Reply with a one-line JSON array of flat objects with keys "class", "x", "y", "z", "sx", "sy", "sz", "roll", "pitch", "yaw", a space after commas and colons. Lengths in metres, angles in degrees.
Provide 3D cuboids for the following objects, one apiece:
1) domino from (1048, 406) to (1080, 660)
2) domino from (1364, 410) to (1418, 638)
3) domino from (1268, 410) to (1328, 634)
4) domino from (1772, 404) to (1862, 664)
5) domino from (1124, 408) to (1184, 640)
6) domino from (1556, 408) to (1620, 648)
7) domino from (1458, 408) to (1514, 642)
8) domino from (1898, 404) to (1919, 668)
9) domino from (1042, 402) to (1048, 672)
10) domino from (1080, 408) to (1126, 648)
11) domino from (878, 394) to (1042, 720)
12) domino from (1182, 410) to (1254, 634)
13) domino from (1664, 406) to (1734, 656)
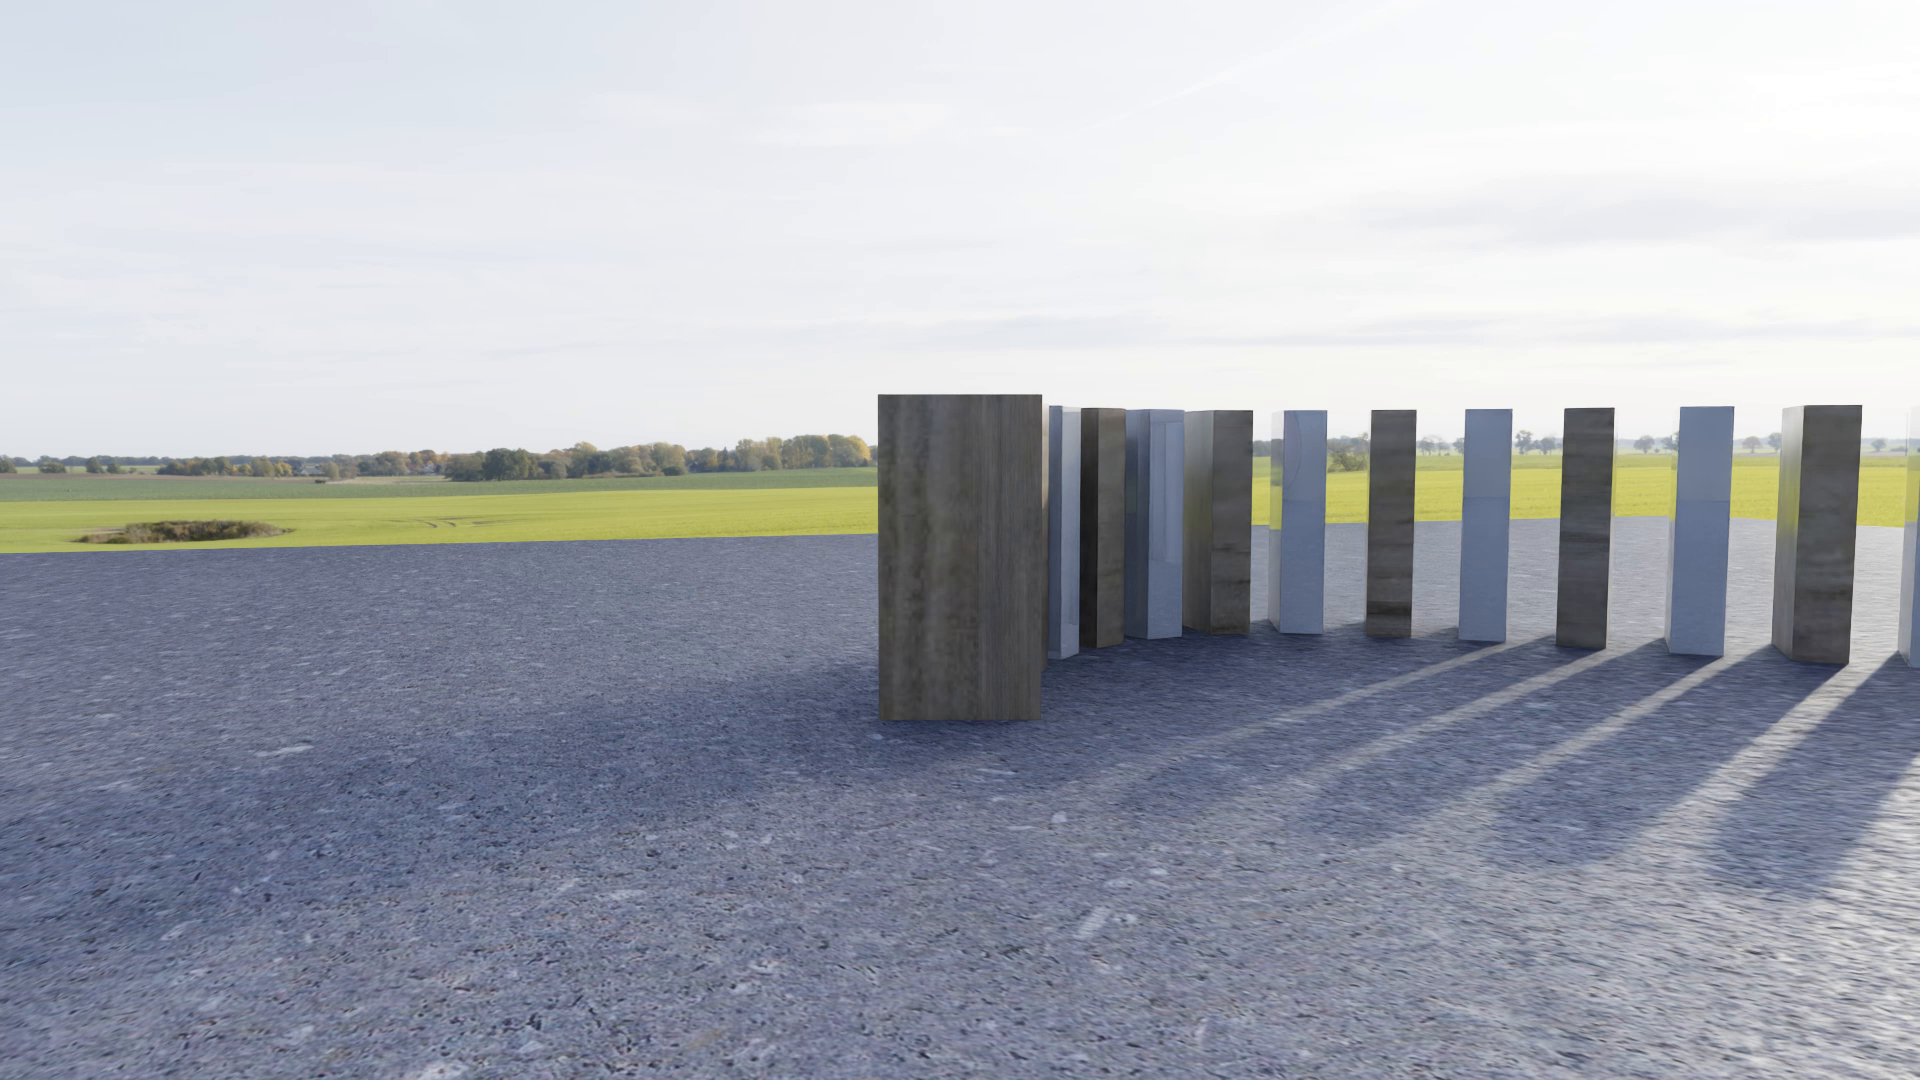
[{"class": "domino", "x": 0.011, "y": -0.002, "z": 0.261, "sx": 0.025, "sy": 0.050, "sz": 0.009, "roll": 2, "pitch": 5, "yaw": 27}, {"class": "domino", "x": 0.098, "y": -0.005, "z": 0.294, "sx": 0.009, "sy": 0.050, "sz": 0.025, "roll": 1, "pitch": 4, "yaw": 16}, {"class": "domino", "x": 0.078, "y": -0.005, "z": 0.298, "sx": 0.009, "sy": 0.050, "sz": 0.025, "roll": 1, "pitch": 4, "yaw": 7}, {"class": "domino", "x": 0.173, "y": -0.002, "z": 0.260, "sx": 0.010, "sy": 0.050, "sz": 0.025, "roll": 2, "pitch": 5, "yaw": 24}, {"class": "domino", "x": 0.039, "y": -0.004, "z": 0.290, "sx": 0.009, "sy": 0.050, "sz": 0.025, "roll": -2, "pitch": 5, "yaw": -30}, {"class": "domino", "x": 0.136, "y": -0.003, "z": 0.278, "sx": 0.010, "sy": 0.050, "sz": 0.025, "roll": 2, "pitch": 5, "yaw": 29}, {"class": "domino", "x": 0.118, "y": -0.004, "z": 0.287, "sx": 0.010, "sy": 0.050, "sz": 0.025, "roll": 2, "pitch": 5, "yaw": 23}, {"class": "domino", "x": 0.191, "y": -0.001, "z": 0.250, "sx": 0.009, "sy": 0.050, "sz": 0.025, "roll": 3, "pitch": 5, "yaw": 32}, {"class": "domino", "x": 0.003, "y": -0.001, "z": 0.242, "sx": 0.025, "sy": 0.050, "sz": 0.010, "roll": 1, "pitch": 4, "yaw": 16}, {"class": "domino", "x": 0.023, "y": -0.003, "z": 0.278, "sx": 0.025, "sy": 0.050, "sz": 0.010, "roll": 4, "pitch": 6, "yaw": 43}, {"class": "domino", "x": 0.000, "y": 0.002, "z": 0.201, "sx": 0.025, "sy": 0.050, "sz": 0.009, "roll": 0, "pitch": 4, "yaw": 0}, {"class": "domino", "x": 0.058, "y": -0.005, "z": 0.298, "sx": 0.009, "sy": 0.050, "sz": 0.025, "roll": -1, "pitch": 4, "yaw": -13}, {"class": "domino", "x": 0.154, "y": -0.003, "z": 0.268, "sx": 0.009, "sy": 0.050, "sz": 0.025, "roll": 2, "pitch": 5, "yaw": 26}]
